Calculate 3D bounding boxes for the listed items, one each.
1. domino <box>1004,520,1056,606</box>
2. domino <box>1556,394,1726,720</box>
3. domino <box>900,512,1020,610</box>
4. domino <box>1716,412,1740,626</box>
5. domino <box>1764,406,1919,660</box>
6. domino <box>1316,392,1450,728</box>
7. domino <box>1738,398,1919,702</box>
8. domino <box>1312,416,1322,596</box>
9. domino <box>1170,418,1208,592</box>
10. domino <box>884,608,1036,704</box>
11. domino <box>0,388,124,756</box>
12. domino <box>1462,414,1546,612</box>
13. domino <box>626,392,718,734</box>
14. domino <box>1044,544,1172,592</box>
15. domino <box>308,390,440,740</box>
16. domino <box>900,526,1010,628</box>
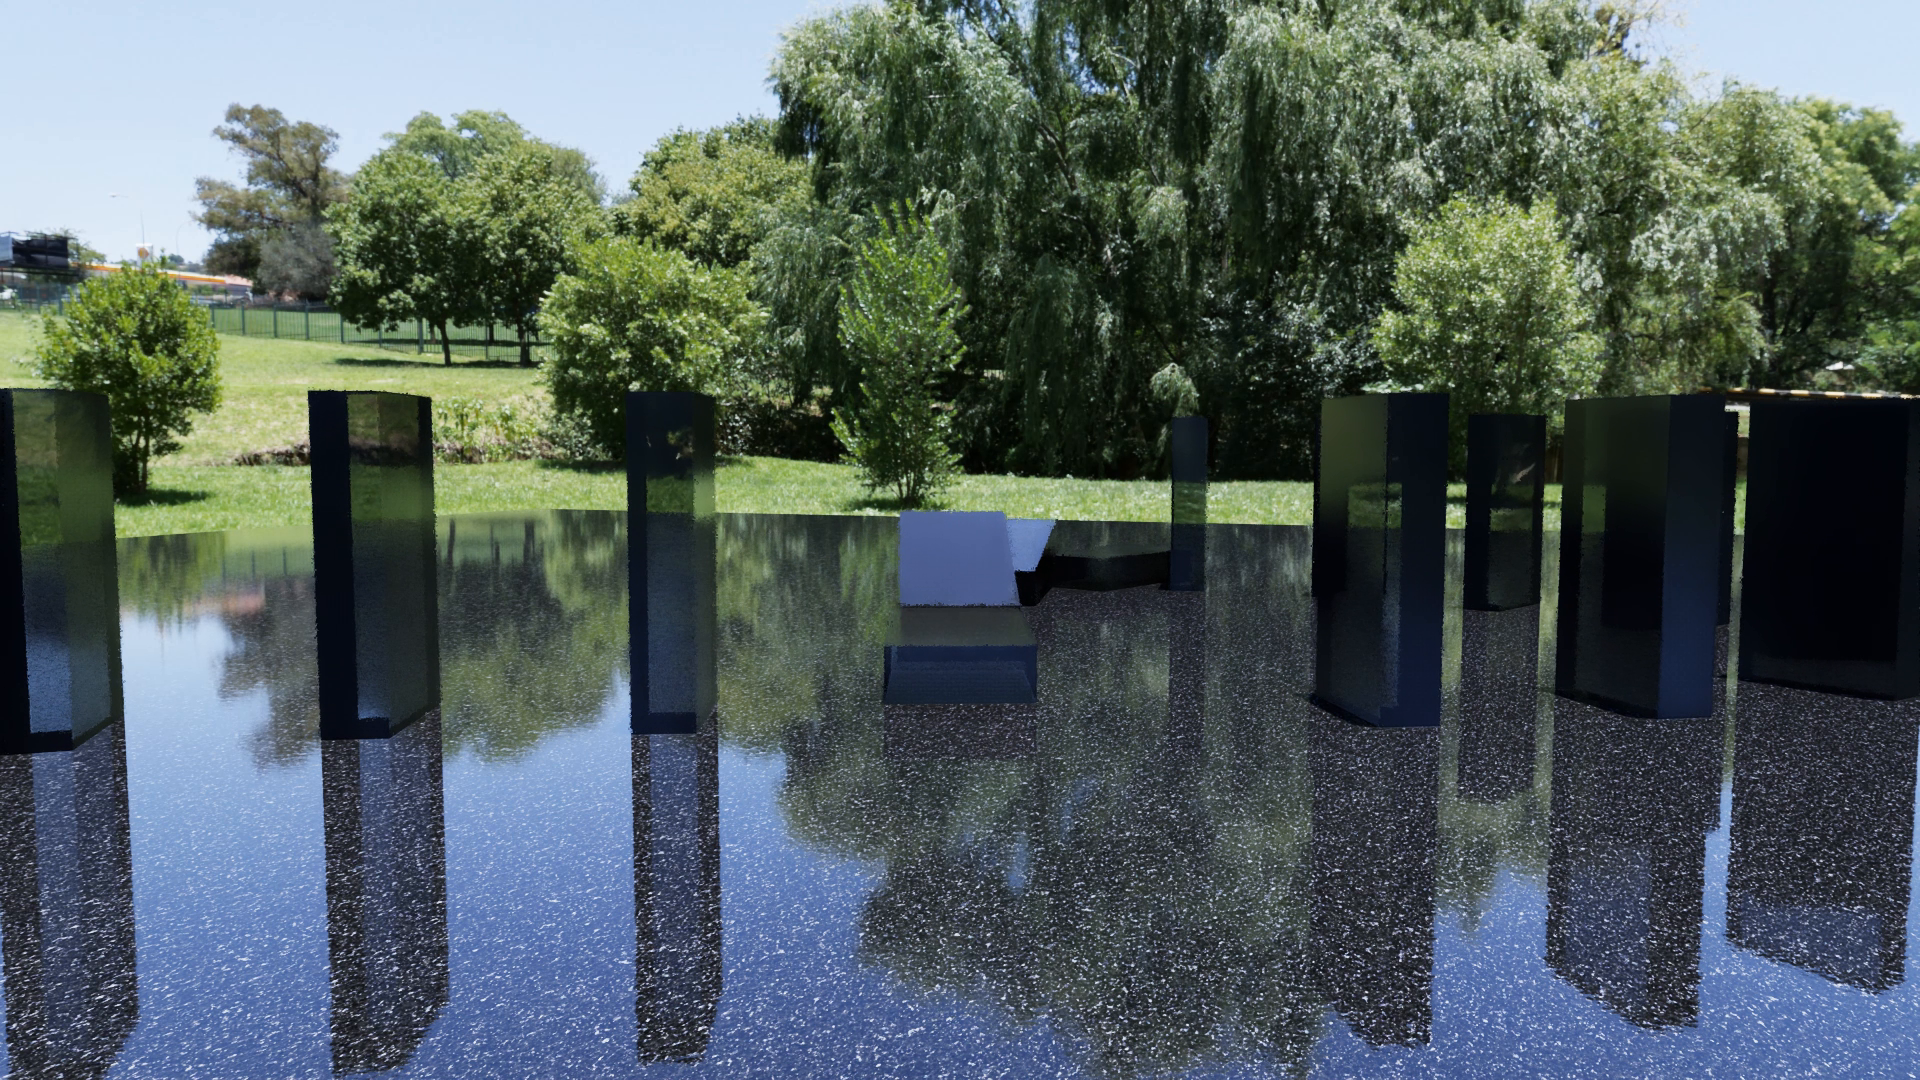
[{"bbox_3d":[0.012,0.006,0.362,0.025,0.009,0.050,1,17,11],"label":"domino"},{"bbox_3d":[0.110,0.002,0.210,0.009,0.050,0.025,-1,4,-10],"label":"domino"},{"bbox_3d":[-0.001,0.008,0.290,0.025,0.009,0.050,0,24,-3],"label":"domino"},{"bbox_3d":[0.169,-0.005,0.300,0.025,0.050,0.009,-2,5,-26],"label":"domino"},{"bbox_3d":[0.178,-0.002,0.258,0.025,0.050,0.009,1,4,9],"label":"domino"},{"bbox_3d":[0.066,0.002,0.204,0.010,0.050,0.025,0,4,-6],"label":"domino"},{"bbox_3d":[0.152,0.001,0.224,0.009,0.050,0.025,-3,5,-31],"label":"domino"},{"bbox_3d":[0.109,-0.010,0.364,0.010,0.050,0.025,3,5,32],"label":"domino"},{"bbox_3d":[0.068,-0.011,0.382,0.009,0.050,0.025,1,4,12],"label":"domino"},{"bbox_3d":[0.000,0.020,0.235,0.025,0.009,0.050,0,4,-1],"label":"domino"},{"bbox_3d":[-0.132,0.004,0.187,0.009,0.050,0.025,-1,5,-19],"label":"domino"},{"bbox_3d":[0.143,-0.008,0.336,0.025,0.050,0.009,-4,6,-43],"label":"domino"},{"bbox_3d":[-0.044,0.003,0.199,0.009,0.050,0.025,0,4,-4],"label":"domino"},{"bbox_3d":[0.048,0.008,0.396,0.025,0.009,0.050,4,6,41],"label":"domino"},{"bbox_3d":[-0.089,0.003,0.195,0.009,0.050,0.025,0,4,-6],"label":"domino"},{"bbox_3d":[-0.002,0.008,0.319,0.025,0.009,0.050,0,17,-3],"label":"domino"}]
